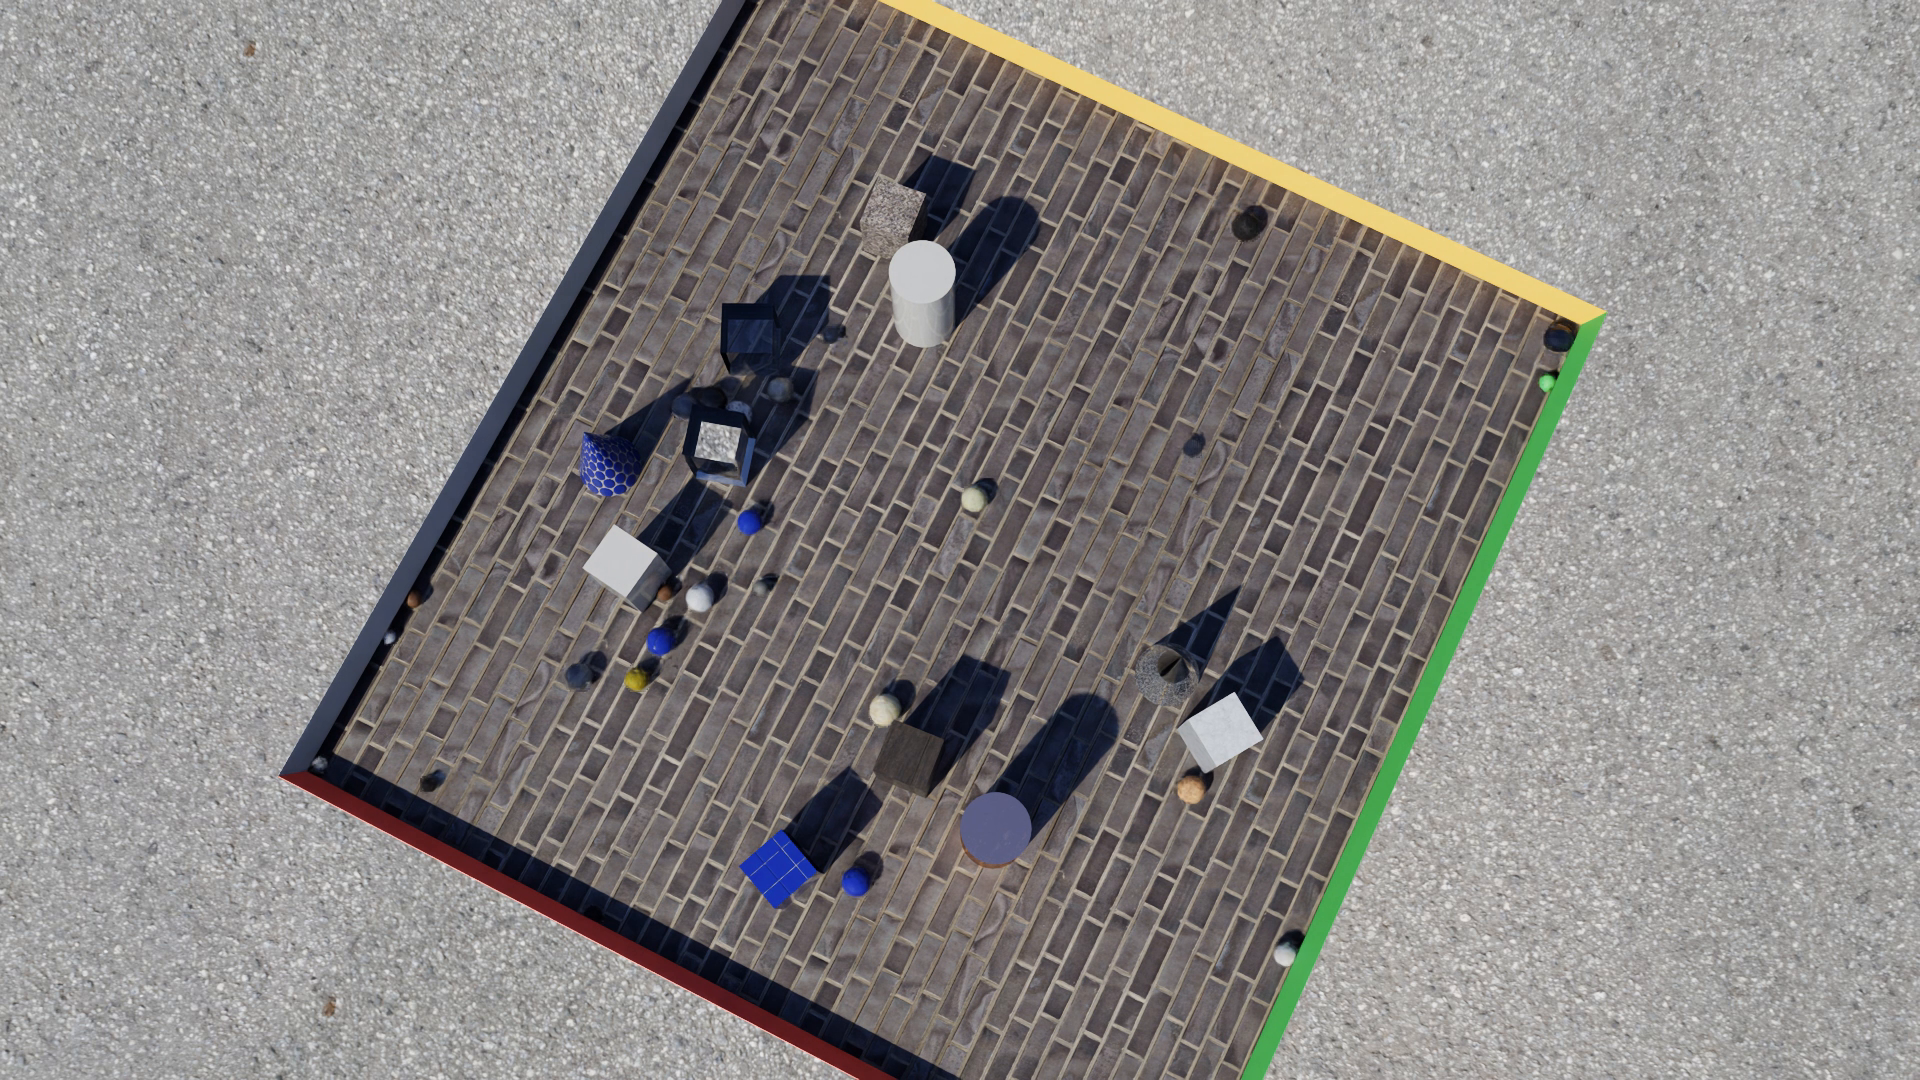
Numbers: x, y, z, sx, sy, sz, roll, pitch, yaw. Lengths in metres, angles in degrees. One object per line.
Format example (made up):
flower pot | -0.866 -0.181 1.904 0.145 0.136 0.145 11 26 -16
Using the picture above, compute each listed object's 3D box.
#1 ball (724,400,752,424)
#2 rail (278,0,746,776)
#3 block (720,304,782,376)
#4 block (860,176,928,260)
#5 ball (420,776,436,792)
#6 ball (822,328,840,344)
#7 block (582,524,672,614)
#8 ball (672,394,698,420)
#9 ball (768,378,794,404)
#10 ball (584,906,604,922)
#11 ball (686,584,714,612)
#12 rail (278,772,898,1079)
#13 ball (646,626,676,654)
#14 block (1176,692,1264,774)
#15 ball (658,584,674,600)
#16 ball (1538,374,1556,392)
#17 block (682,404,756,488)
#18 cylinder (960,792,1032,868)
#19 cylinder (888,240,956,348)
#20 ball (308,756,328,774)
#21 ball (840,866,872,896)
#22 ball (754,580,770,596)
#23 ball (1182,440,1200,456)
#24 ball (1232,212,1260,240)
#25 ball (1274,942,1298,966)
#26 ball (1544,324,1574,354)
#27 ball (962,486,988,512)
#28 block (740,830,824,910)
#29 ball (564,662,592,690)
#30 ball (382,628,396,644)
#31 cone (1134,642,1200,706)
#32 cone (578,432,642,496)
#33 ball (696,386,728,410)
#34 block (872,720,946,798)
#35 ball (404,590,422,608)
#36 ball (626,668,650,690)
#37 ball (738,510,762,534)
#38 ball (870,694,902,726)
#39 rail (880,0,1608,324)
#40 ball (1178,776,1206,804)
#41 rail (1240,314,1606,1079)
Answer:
ball | -0.685 -0.385 5.651 0.088 0.088 0.088 0 78 0
rail | -1.288 -0.624 5.680 0.045 0.127 3.052 26 80 5
block | -0.640 -0.613 5.623 0.156 0.236 0.156 0 78 0
block | -0.204 -0.986 5.696 0.156 0.245 0.156 20 79 4
ball | -1.578 0.727 5.443 0.046 0.046 0.046 0 78 0
ball | -0.404 -0.638 5.722 0.052 0.052 0.052 0 78 0
block | -0.986 0.089 5.452 0.156 0.286 0.156 33 80 6
ball | -0.850 -0.412 5.662 0.077 0.077 0.077 0 78 0
ball | -0.553 -0.462 5.670 0.083 0.083 0.083 0 78 0
ball | -1.072 1.097 5.361 0.056 0.056 0.056 0 78 0
ball | -0.784 0.173 5.537 0.086 0.086 0.086 0 78 0
rail | -0.672 1.323 5.277 2.927 0.127 0.045 26 80 5
ball | -0.900 0.303 5.511 0.084 0.084 0.084 0 78 0
block | 0.757 0.567 5.357 0.156 0.278 0.156 -30 80 -6
ball | -0.892 0.158 5.558 0.050 0.050 0.050 0 78 0
ball | 1.825 -0.488 5.690 0.054 0.054 0.054 0 78 0
block | -0.724 -0.282 5.522 0.156 0.299 0.156 10 78 2
cylinder | 0.098 0.831 5.220 0.195 0.441 0.195 0 78 0
cylinder | -0.110 -0.741 5.556 0.195 0.419 0.195 0 78 0
ball | -1.908 0.670 5.450 0.054 0.054 0.054 0 78 0
ball | -0.304 1.000 5.365 0.088 0.088 0.088 0 78 0
ball | -0.603 0.143 5.562 0.049 0.049 0.049 0 78 0
ball | 0.714 -0.283 5.648 0.054 0.054 0.054 0 78 0
ball | 0.900 -0.988 5.775 0.090 0.090 0.090 0 78 0
ball | 0.949 1.205 5.332 0.069 0.069 0.069 0 78 0
ball | 1.861 -0.625 5.699 0.091 0.091 0.091 0 78 0
ball | 0.044 -0.125 5.602 0.079 0.079 0.079 0 78 0
block | -0.511 0.951 5.280 0.156 0.273 0.156 -41 81 -8
ball | -1.143 0.409 5.489 0.084 0.084 0.084 0 78 0
ball | -1.725 0.290 5.534 0.044 0.044 0.044 0 78 0
cone | 0.625 0.367 5.346 0.195 0.382 0.195 0 78 0
cone | -1.082 -0.270 5.466 0.195 0.404 0.195 0 78 0
ball | -0.765 -0.429 5.657 0.094 0.094 0.094 0 78 0
block | -0.145 0.638 5.325 0.156 0.312 0.156 21 79 4
ball | -1.656 0.176 5.552 0.055 0.055 0.055 0 78 0
ball | -0.966 0.416 5.495 0.070 0.070 0.070 0 78 0
ball | -0.640 -0.056 5.589 0.076 0.076 0.076 0 78 0
ball | -0.222 0.505 5.462 0.098 0.098 0.098 0 78 0
rail | 0.672 -1.309 5.822 2.927 0.127 0.045 26 80 5
ball | 0.684 0.739 5.422 0.082 0.082 0.082 0 78 0
rail | 1.288 0.637 5.419 0.045 0.127 3.052 26 80 5
